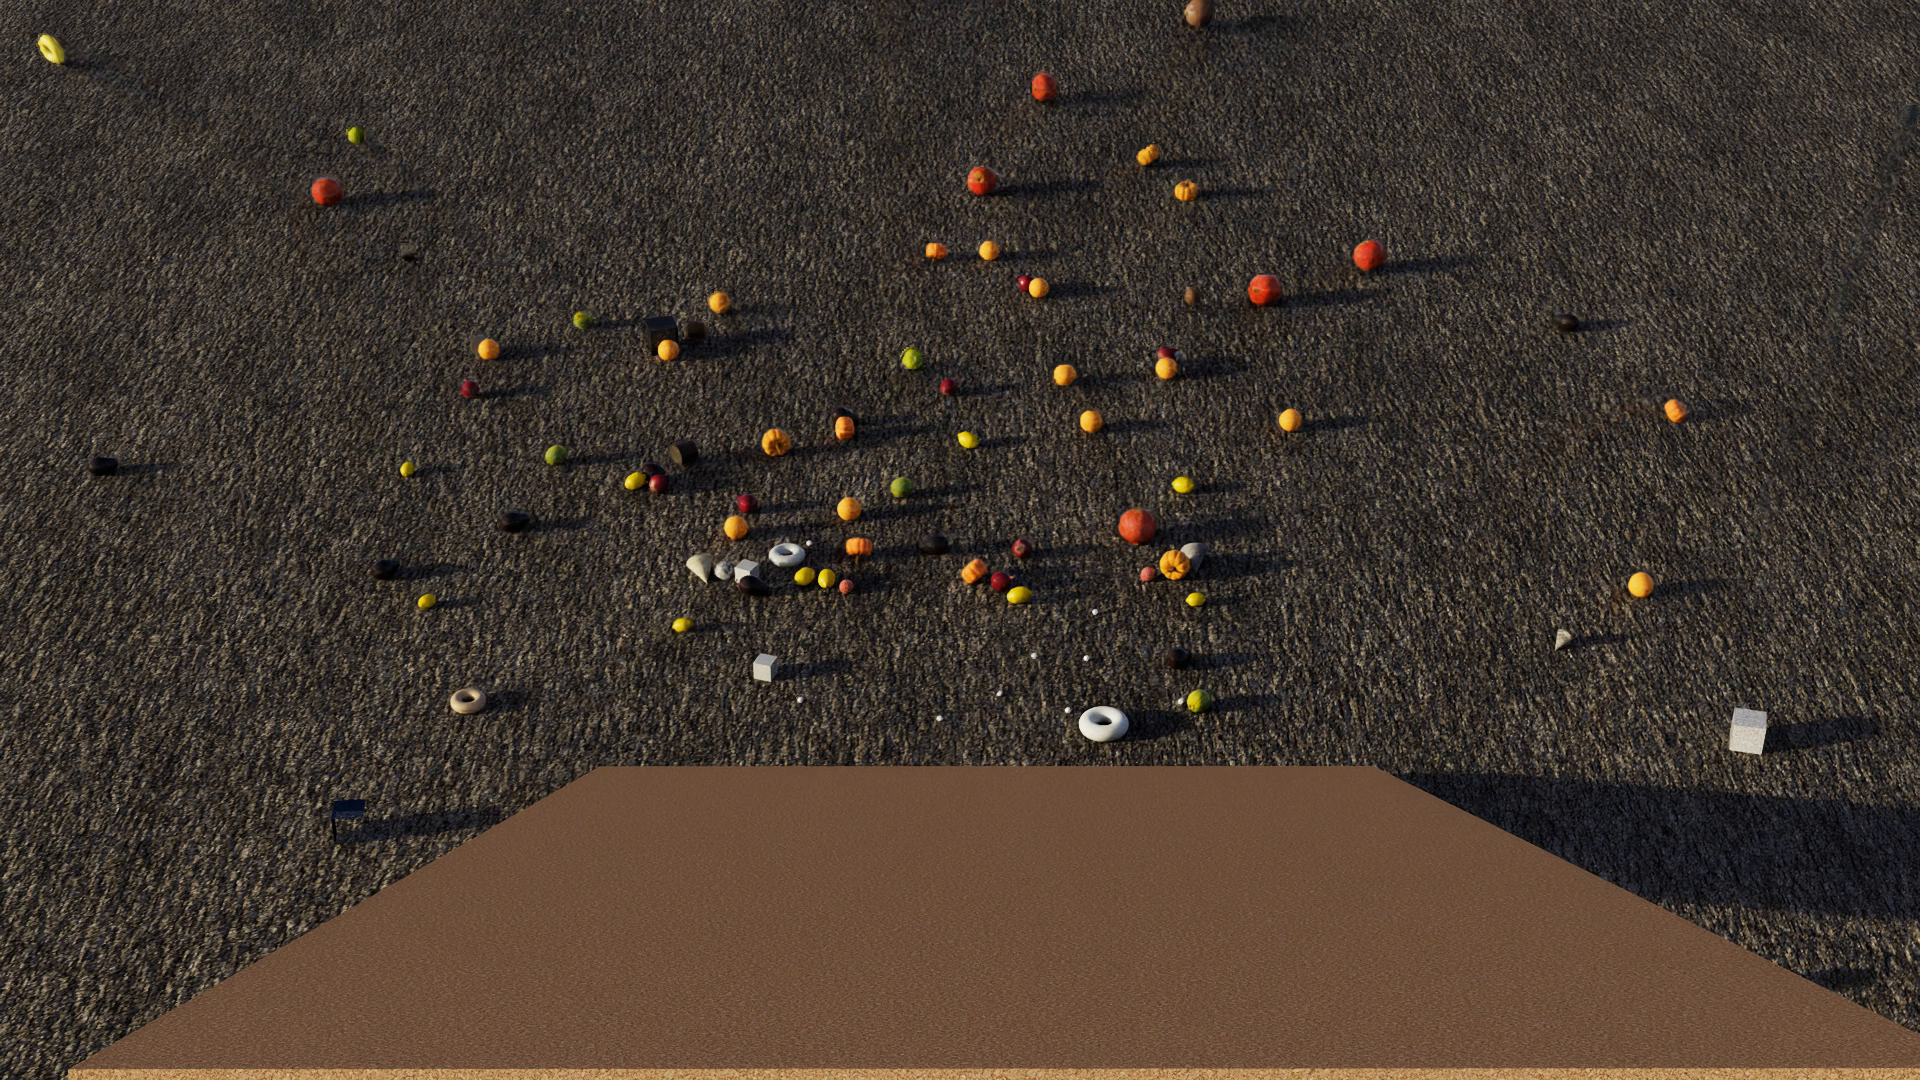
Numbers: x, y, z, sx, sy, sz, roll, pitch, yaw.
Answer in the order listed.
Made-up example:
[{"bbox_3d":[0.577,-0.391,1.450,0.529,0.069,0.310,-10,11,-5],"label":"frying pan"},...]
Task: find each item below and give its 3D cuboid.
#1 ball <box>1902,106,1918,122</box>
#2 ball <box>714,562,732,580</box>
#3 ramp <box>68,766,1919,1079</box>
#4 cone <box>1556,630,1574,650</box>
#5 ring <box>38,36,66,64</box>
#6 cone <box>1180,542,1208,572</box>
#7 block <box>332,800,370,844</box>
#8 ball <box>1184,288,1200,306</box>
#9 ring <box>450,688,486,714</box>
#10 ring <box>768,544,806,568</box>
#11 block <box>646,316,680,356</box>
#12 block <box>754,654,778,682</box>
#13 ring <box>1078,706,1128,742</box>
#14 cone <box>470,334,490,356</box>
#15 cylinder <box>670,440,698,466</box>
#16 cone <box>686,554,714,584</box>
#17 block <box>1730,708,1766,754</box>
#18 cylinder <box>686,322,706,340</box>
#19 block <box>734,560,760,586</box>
[{"bbox_3d":[3.902,-1.747,10.629,0.062,0.062,0.062,0,31,0],"label":"ball"},{"bbox_3d":[-0.696,0.090,7.621,0.054,0.054,0.054,0,31,0],"label":"ball"},{"bbox_3d":[0.070,0.618,4.697,2.000,0.100,4.000,0,0,0],"label":"ramp"},{"bbox_3d":[1.696,0.293,7.316,0.057,0.057,0.057,28,68,37],"label":"cone"},{"bbox_3d":[-3.911,-2.112,11.157,0.137,0.137,0.046,23,53,32],"label":"ring"},{"bbox_3d":[0.698,0.064,7.681,0.082,0.082,0.082,-1,58,-1],"label":"cone"},{"bbox_3d":[-1.547,0.714,6.573,0.078,0.078,0.078,-3,31,-4],"label":"block"},{"bbox_3d":[0.824,-0.861,9.178,0.058,0.058,0.058,0,31,0],"label":"ball"},{"bbox_3d":[-1.341,0.440,7.068,0.098,0.033,0.098,1,32,-1],"label":"ring"},{"bbox_3d":[-0.515,0.046,7.711,0.109,0.036,0.109,-1,31,1],"label":"ring"},{"bbox_3d":[-1.020,-0.700,8.880,0.094,0.094,0.094,-9,32,-14],"label":"block"},{"bbox_3d":[-0.540,0.354,7.191,0.051,0.051,0.051,10,33,16],"label":"block"},{"bbox_3d":[0.387,0.495,6.967,0.134,0.045,0.134,-1,31,1],"label":"ring"},{"bbox_3d":[-1.657,-0.663,8.878,0.074,0.074,0.074,-21,10,-31],"label":"cone"},{"bbox_3d":[-0.874,-0.277,8.215,0.063,0.063,0.063,-24,39,-33],"label":"cylinder"},{"bbox_3d":[-0.755,0.095,7.629,0.082,0.082,0.082,-11,60,-18],"label":"cone"},{"bbox_3d":[2.101,0.509,6.906,0.082,0.082,0.082,8,32,13],"label":"block"},{"bbox_3d":[-0.914,-0.723,8.953,0.057,0.057,0.057,-9,32,-14],"label":"cylinder"},{"bbox_3d":[-0.625,0.096,7.614,0.052,0.052,0.052,16,35,24],"label":"block"}]
